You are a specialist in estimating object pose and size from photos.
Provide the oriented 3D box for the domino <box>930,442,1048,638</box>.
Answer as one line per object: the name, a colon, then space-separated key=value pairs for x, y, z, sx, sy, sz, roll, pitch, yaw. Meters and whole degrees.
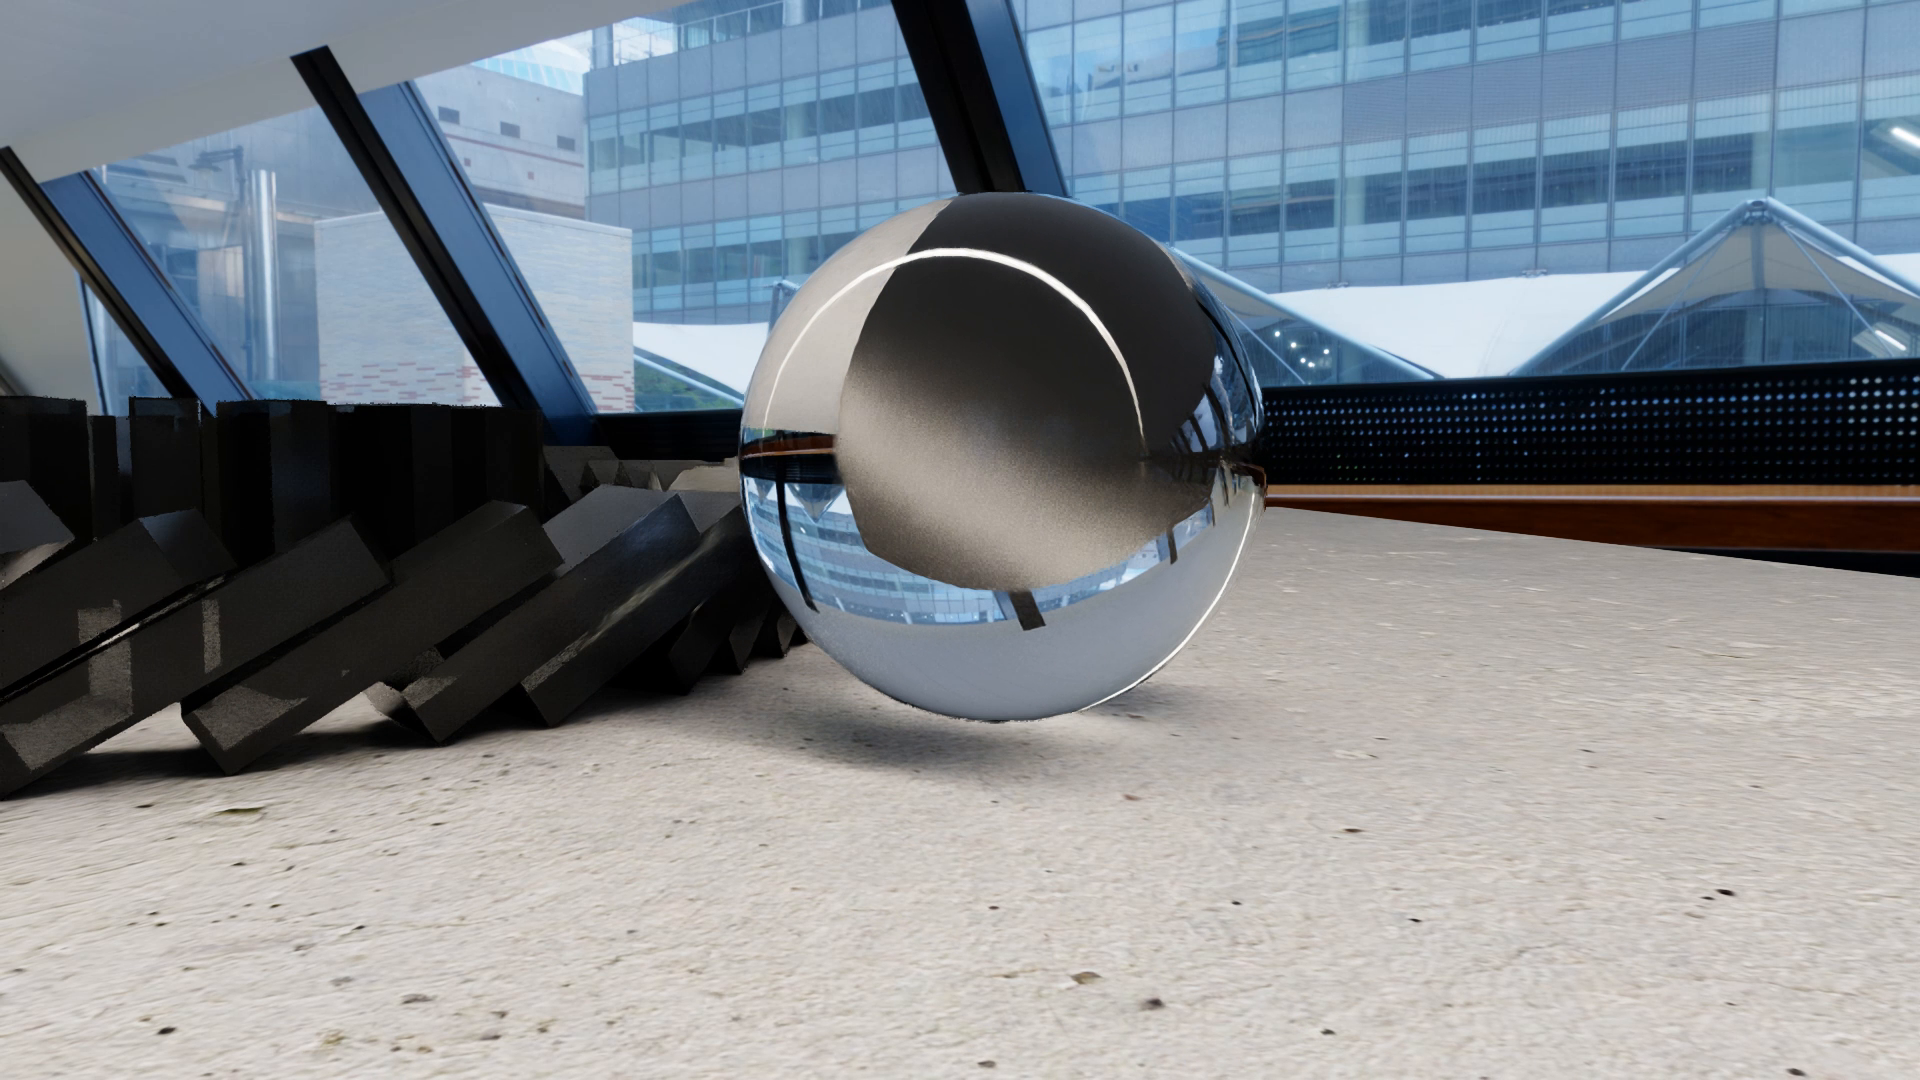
domino: x=0.007 y=-0.001 z=0.293 sx=0.025 sy=0.050 sz=0.010 roll=0 pitch=-39 yaw=3

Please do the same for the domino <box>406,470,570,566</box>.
domino: x=-0.164 y=-0.008 z=0.449 sx=0.050 sy=0.010 sz=0.025 roll=30 pitch=3 yaw=-1

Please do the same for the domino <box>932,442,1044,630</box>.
domino: x=0.007 y=-0.002 z=0.306 sx=0.025 sy=0.050 sz=0.009 roll=0 pitch=-39 yaw=3

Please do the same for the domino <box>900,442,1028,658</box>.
domino: x=0.002 y=0.001 z=0.267 sx=0.025 sy=0.050 sz=0.010 roll=0 pitch=-39 yaw=3

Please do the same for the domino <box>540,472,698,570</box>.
domino: x=-0.119 y=-0.007 z=0.449 sx=0.050 sy=0.009 sz=0.025 roll=32 pitch=16 yaw=20

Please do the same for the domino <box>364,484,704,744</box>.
domino: x=-0.067 y=0.009 z=0.200 sx=0.025 sy=0.009 sz=0.050 roll=8 pitch=40 yaw=47

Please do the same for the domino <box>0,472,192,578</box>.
domino: x=-0.271 y=-0.004 z=0.403 sx=0.050 sy=0.009 sz=0.025 roll=35 pitch=-18 yaw=-35

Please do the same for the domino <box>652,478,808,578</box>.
domino: x=-0.077 y=-0.005 z=0.430 sx=0.050 sy=0.009 sz=0.025 roll=34 pitch=22 yaw=30

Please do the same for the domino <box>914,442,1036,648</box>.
domino: x=0.004 y=0.000 z=0.280 sx=0.025 sy=0.050 sz=0.009 roll=0 pitch=-39 yaw=3

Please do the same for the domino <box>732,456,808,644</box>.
domino: x=-0.043 y=0.001 z=0.290 sx=0.025 sy=0.010 sz=0.050 roll=4 pitch=42 yaw=2

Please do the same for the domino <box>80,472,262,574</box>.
domino: x=-0.255 y=-0.006 z=0.418 sx=0.050 sy=0.009 sz=0.025 roll=32 pitch=-10 yaw=-24

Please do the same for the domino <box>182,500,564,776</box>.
domino: x=-0.084 y=0.012 z=0.183 sx=0.050 sy=0.010 sz=0.025 roll=-36 pitch=21 yaw=-24

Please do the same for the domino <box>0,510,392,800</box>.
domino: x=-0.102 y=0.013 z=0.170 sx=0.050 sy=0.009 sz=0.025 roll=-33 pitch=16 yaw=-18

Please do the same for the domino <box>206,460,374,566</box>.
domino: x=-0.226 y=-0.009 z=0.435 sx=0.050 sy=0.010 sz=0.025 roll=33 pitch=-11 yaw=-15

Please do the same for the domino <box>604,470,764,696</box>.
domino: x=-0.051 y=0.006 z=0.236 sx=0.025 sy=0.010 sz=0.050 roll=3 pitch=41 yaw=22

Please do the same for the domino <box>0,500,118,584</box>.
domino: x=-0.284 y=-0.004 z=0.385 sx=0.025 sy=0.010 sz=0.050 roll=4 pitch=-27 yaw=43

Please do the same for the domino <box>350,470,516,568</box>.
domino: x=-0.183 y=-0.008 z=0.447 sx=0.050 sy=0.010 sz=0.025 roll=30 pitch=3 yaw=-3

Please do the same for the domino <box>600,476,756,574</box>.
domino: x=-0.097 y=-0.006 z=0.441 sx=0.050 sy=0.009 sz=0.025 roll=33 pitch=20 yaw=26

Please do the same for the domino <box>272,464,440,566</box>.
domino: x=-0.206 y=-0.009 z=0.441 sx=0.050 sy=0.010 sz=0.025 roll=32 pitch=-5 yaw=-11

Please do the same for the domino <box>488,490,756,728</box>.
domino: x=-0.057 y=0.009 z=0.213 sx=0.025 sy=0.010 sz=0.050 roll=4 pitch=38 yaw=44

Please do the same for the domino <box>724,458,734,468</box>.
domino: x=-0.046 y=0.000 z=0.305 sx=0.025 sy=0.010 sz=0.050 roll=2 pitch=42 yaw=-4

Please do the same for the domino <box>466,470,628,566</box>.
domino: x=-0.144 y=-0.008 z=0.450 sx=0.050 sy=0.010 sz=0.025 roll=30 pitch=6 yaw=6

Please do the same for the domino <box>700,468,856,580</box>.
domino: x=-0.060 y=-0.006 z=0.419 sx=0.025 sy=0.010 sz=0.050 roll=-5 pitch=37 yaw=-48

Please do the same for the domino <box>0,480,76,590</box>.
domino: x=-0.137 y=0.012 z=0.154 sx=0.050 sy=0.010 sz=0.025 roll=-37 pitch=11 yaw=-5

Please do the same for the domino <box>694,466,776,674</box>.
domino: x=-0.048 y=0.005 z=0.255 sx=0.025 sy=0.009 sz=0.050 roll=2 pitch=41 yaw=13

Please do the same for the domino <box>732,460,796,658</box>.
domino: x=-0.043 y=0.003 z=0.272 sx=0.025 sy=0.009 sz=0.050 roll=5 pitch=41 yaw=10

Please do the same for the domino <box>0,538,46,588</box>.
domino: x=-0.295 y=-0.003 z=0.368 sx=0.025 sy=0.010 sz=0.050 roll=3 pitch=-29 yaw=36

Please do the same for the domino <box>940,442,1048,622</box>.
domino: x=0.009 y=-0.003 z=0.319 sx=0.025 sy=0.050 sz=0.010 roll=0 pitch=-39 yaw=3

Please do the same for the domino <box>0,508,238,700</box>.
domino: x=-0.120 y=0.014 z=0.161 sx=0.050 sy=0.009 sz=0.025 roll=-33 pitch=12 yaw=-12

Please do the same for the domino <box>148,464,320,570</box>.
domino: x=-0.240 y=-0.008 z=0.427 sx=0.050 sy=0.009 sz=0.025 roll=34 pitch=-11 yaw=-20
